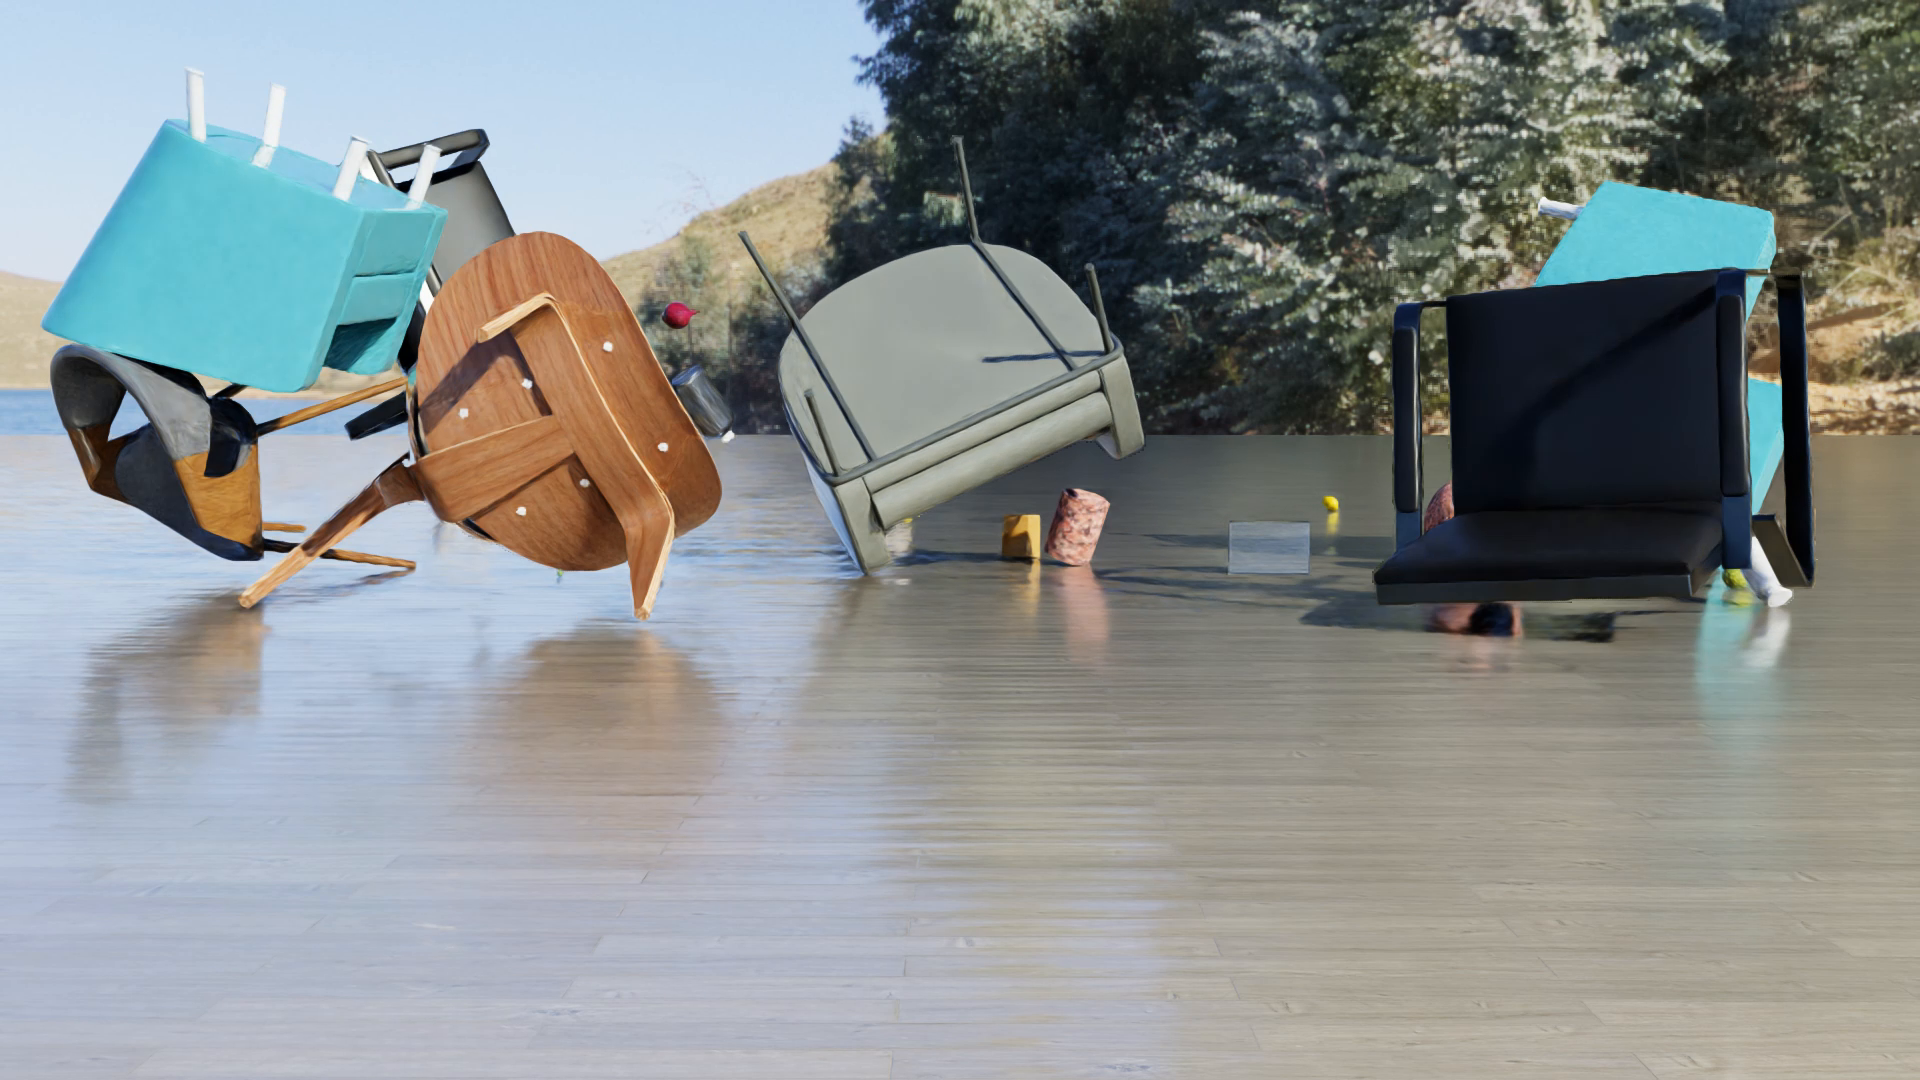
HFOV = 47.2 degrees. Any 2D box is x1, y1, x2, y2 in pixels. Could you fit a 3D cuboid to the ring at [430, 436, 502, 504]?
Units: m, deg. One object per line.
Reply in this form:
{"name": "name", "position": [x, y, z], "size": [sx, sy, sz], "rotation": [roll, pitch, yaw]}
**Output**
{"name": "ring", "position": [-1.905, -0.269, 8.490], "size": [0.259, 0.284, 0.144], "rotation": [-37, 24, 7]}

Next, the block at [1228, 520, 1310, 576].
{"name": "block", "position": [0.754, 0.018, 5.364], "size": [0.194, 0.125, 0.085], "rotation": [1, 5, 8]}

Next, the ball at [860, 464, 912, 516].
{"name": "ball", "position": [-0.260, -0.176, 7.782], "size": [0.182, 0.182, 0.182], "rotation": [0, 4, 0]}

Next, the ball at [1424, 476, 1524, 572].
{"name": "ball", "position": [1.263, -0.041, 5.409], "size": [0.237, 0.237, 0.237], "rotation": [0, 4, 0]}

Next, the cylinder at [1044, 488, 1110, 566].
{"name": "cylinder", "position": [0.298, -0.034, 5.612], "size": [0.131, 0.164, 0.120], "rotation": [0, 24, -46]}

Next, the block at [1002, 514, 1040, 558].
{"name": "block", "position": [0.163, -0.011, 5.842], "size": [0.069, 0.111, 0.094], "rotation": [2, 0, 23]}

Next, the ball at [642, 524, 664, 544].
{"name": "ball", "position": [-0.831, -0.016, 5.949], "size": [0.057, 0.057, 0.057], "rotation": [0, 4, 0]}
